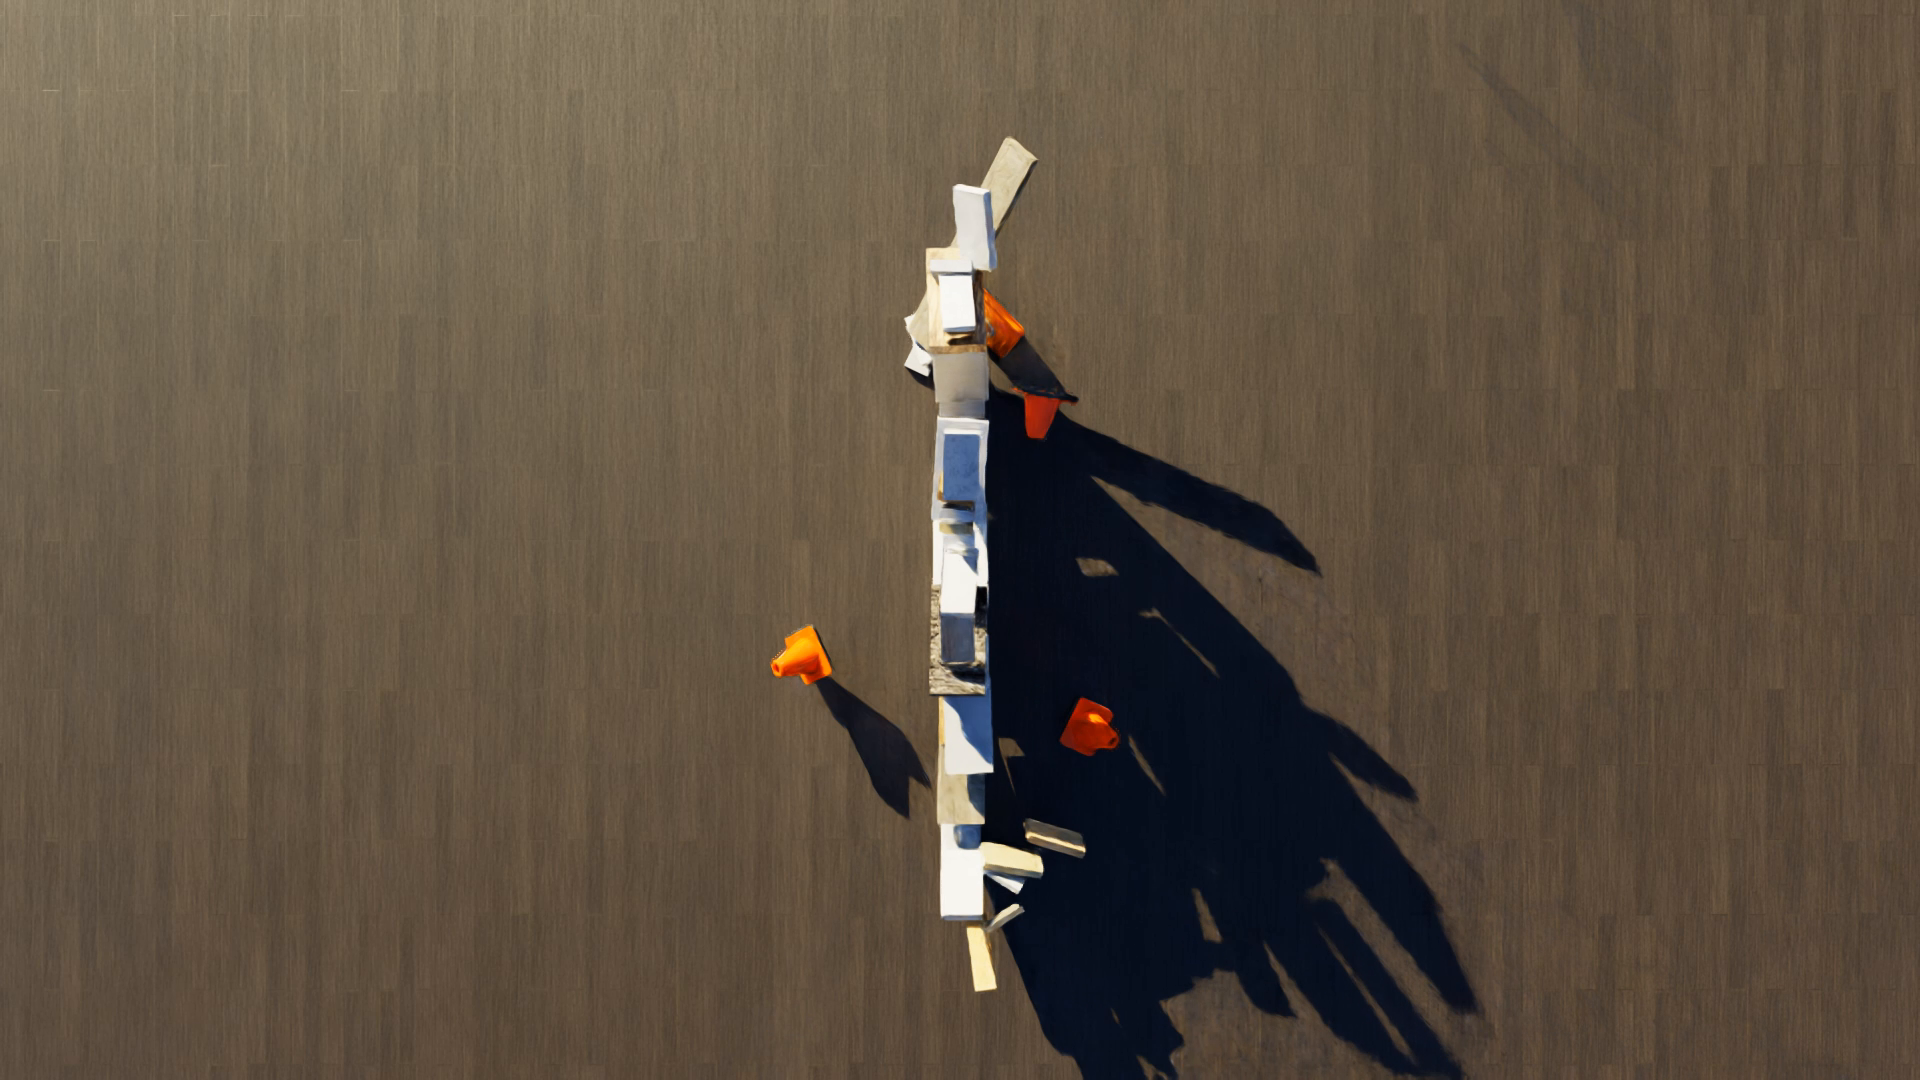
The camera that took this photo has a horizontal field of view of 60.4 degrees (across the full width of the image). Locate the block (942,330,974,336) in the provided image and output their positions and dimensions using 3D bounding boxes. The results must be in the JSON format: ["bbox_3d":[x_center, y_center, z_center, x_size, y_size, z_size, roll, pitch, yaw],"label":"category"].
[{"bbox_3d":[-0.004,-0.607,4.718,0.091,0.183,0.026,-4,91,0],"label":"block"}]

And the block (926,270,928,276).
[{"bbox_3d":[-0.010,-0.694,5.207,0.167,0.535,0.047,-6,59,-2],"label":"block"}]

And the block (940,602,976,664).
[{"bbox_3d":[-0.008,0.281,5.033,0.101,0.029,0.203,-2,118,2],"label":"block"}]

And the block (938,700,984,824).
[{"bbox_3d":[0.006,0.662,5.290,0.149,0.042,0.489,1,86,-1],"label":"block"}]

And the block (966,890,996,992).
[{"bbox_3d":[0.050,1.201,5.331,0.067,0.019,0.504,-8,64,0],"label":"block"}]

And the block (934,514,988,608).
[{"bbox_3d":[0.001,0.046,5.275,0.171,0.049,0.343,-1,70,-1],"label":"block"}]

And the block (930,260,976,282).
[{"bbox_3d":[-0.019,-0.779,4.775,0.118,0.236,0.033,1,92,3],"label":"block"}]

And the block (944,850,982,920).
[{"bbox_3d":[0.011,1.090,5.215,0.118,0.034,0.237,1,46,-1],"label":"block"}]

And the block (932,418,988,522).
[{"bbox_3d":[0.000,-0.209,4.936,0.153,0.043,0.305,4,104,-1],"label":"block"}]

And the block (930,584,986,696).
[{"bbox_3d":[-0.005,0.314,5.144,0.171,0.049,0.343,1,78,0],"label":"block"}]

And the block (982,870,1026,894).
[{"bbox_3d":[0.139,1.066,5.240,0.133,0.067,0.019,32,122,4],"label":"block"}]

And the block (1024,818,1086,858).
[{"bbox_3d":[0.305,0.961,5.319,0.196,0.098,0.028,19,113,-13],"label":"block"}]

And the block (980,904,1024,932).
[{"bbox_3d":[0.132,1.189,5.187,0.133,0.067,0.019,-28,94,-21],"label":"block"}]

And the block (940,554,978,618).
[{"bbox_3d":[-0.001,0.139,4.989,0.101,0.029,0.203,1,57,5],"label":"block"}]

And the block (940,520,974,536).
[{"bbox_3d":[-0.010,-0.037,4.884,0.100,0.200,0.028,4,93,0],"label":"block"}]

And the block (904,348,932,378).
[{"bbox_3d":[-0.109,-0.638,5.488,0.086,0.024,0.171,26,90,0],"label":"block"}]

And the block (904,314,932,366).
[{"bbox_3d":[-0.114,-0.670,5.455,0.085,0.024,0.171,-22,77,12],"label":"block"}]

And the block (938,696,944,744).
[{"bbox_3d":[0.008,0.499,5.257,0.149,0.042,0.299,-1,86,-1],"label":"block"}]

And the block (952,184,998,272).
[{"bbox_3d":[0.044,-0.910,4.815,0.118,0.033,0.236,21,130,37],"label":"block"}]

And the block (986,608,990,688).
[{"bbox_3d":[0.002,0.228,5.260,0.171,0.049,0.499,-1,67,-1],"label":"block"}]

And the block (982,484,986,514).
[{"bbox_3d":[0.001,-0.211,5.183,0.153,0.444,0.043,-1,121,1],"label":"block"}]

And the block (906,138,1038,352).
[{"bbox_3d":[0.031,-0.918,5.211,0.118,0.033,0.753,44,127,18],"label":"block"}]

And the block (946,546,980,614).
[{"bbox_3d":[0.004,0.125,5.098,0.101,0.029,0.202,4,104,1],"label":"block"}]

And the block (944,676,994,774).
[{"bbox_3d":[0.025,0.586,5.210,0.149,0.042,0.299,-2,86,-2],"label":"block"}]

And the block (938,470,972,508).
[{"bbox_3d":[-0.011,-0.151,4.823,0.101,0.202,0.029,12,110,-3],"label":"block"}]

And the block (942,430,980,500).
[{"bbox_3d":[0.004,-0.211,4.670,0.101,0.029,0.202,2,115,0],"label":"block"}]

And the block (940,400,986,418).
[{"bbox_3d":[0.007,-0.438,5.235,0.145,0.041,0.290,-1,110,0],"label":"block"}]

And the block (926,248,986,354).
[{"bbox_3d":[-0.011,-0.713,4.897,0.167,0.047,0.334,-2,67,0],"label":"block"}]

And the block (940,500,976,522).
[{"bbox_3d":[-0.007,-0.098,4.838,0.100,0.200,0.028,7,104,-2],"label":"block"}]

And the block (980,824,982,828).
[{"bbox_3d":[0.009,0.841,5.389,0.102,0.029,0.203,-7,83,-1],"label":"block"}]

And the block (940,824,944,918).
[{"bbox_3d":[-0.001,0.997,5.390,0.118,0.034,0.469,0,66,0],"label":"block"}]

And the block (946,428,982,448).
[{"bbox_3d":[0.009,-0.295,4.758,0.101,0.202,0.029,5,99,-2],"label":"block"}]

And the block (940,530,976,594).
[{"bbox_3d":[-0.006,0.069,5.114,0.100,0.028,0.201,3,104,1],"label":"block"}]

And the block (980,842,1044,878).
[{"bbox_3d":[0.163,1.021,5.260,0.196,0.098,0.028,12,121,-14],"label":"block"}]

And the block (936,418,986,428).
[{"bbox_3d":[0.006,-0.348,5.082,0.153,0.305,0.043,0,97,0],"label":"block"}]

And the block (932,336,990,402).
[{"bbox_3d":[0.002,-0.526,5.028,0.167,0.334,0.047,-3,65,1],"label":"block"}]

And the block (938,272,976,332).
[{"bbox_3d":[-0.008,-0.668,4.638,0.091,0.026,0.183,-4,62,-1],"label":"block"}]

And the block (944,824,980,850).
[{"bbox_3d":[0.007,0.938,5.341,0.118,0.034,0.237,0,81,0],"label":"block"}]

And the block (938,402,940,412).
[{"bbox_3d":[0.002,-0.519,5.367,0.145,0.290,0.041,1,57,0],"label":"block"}]
